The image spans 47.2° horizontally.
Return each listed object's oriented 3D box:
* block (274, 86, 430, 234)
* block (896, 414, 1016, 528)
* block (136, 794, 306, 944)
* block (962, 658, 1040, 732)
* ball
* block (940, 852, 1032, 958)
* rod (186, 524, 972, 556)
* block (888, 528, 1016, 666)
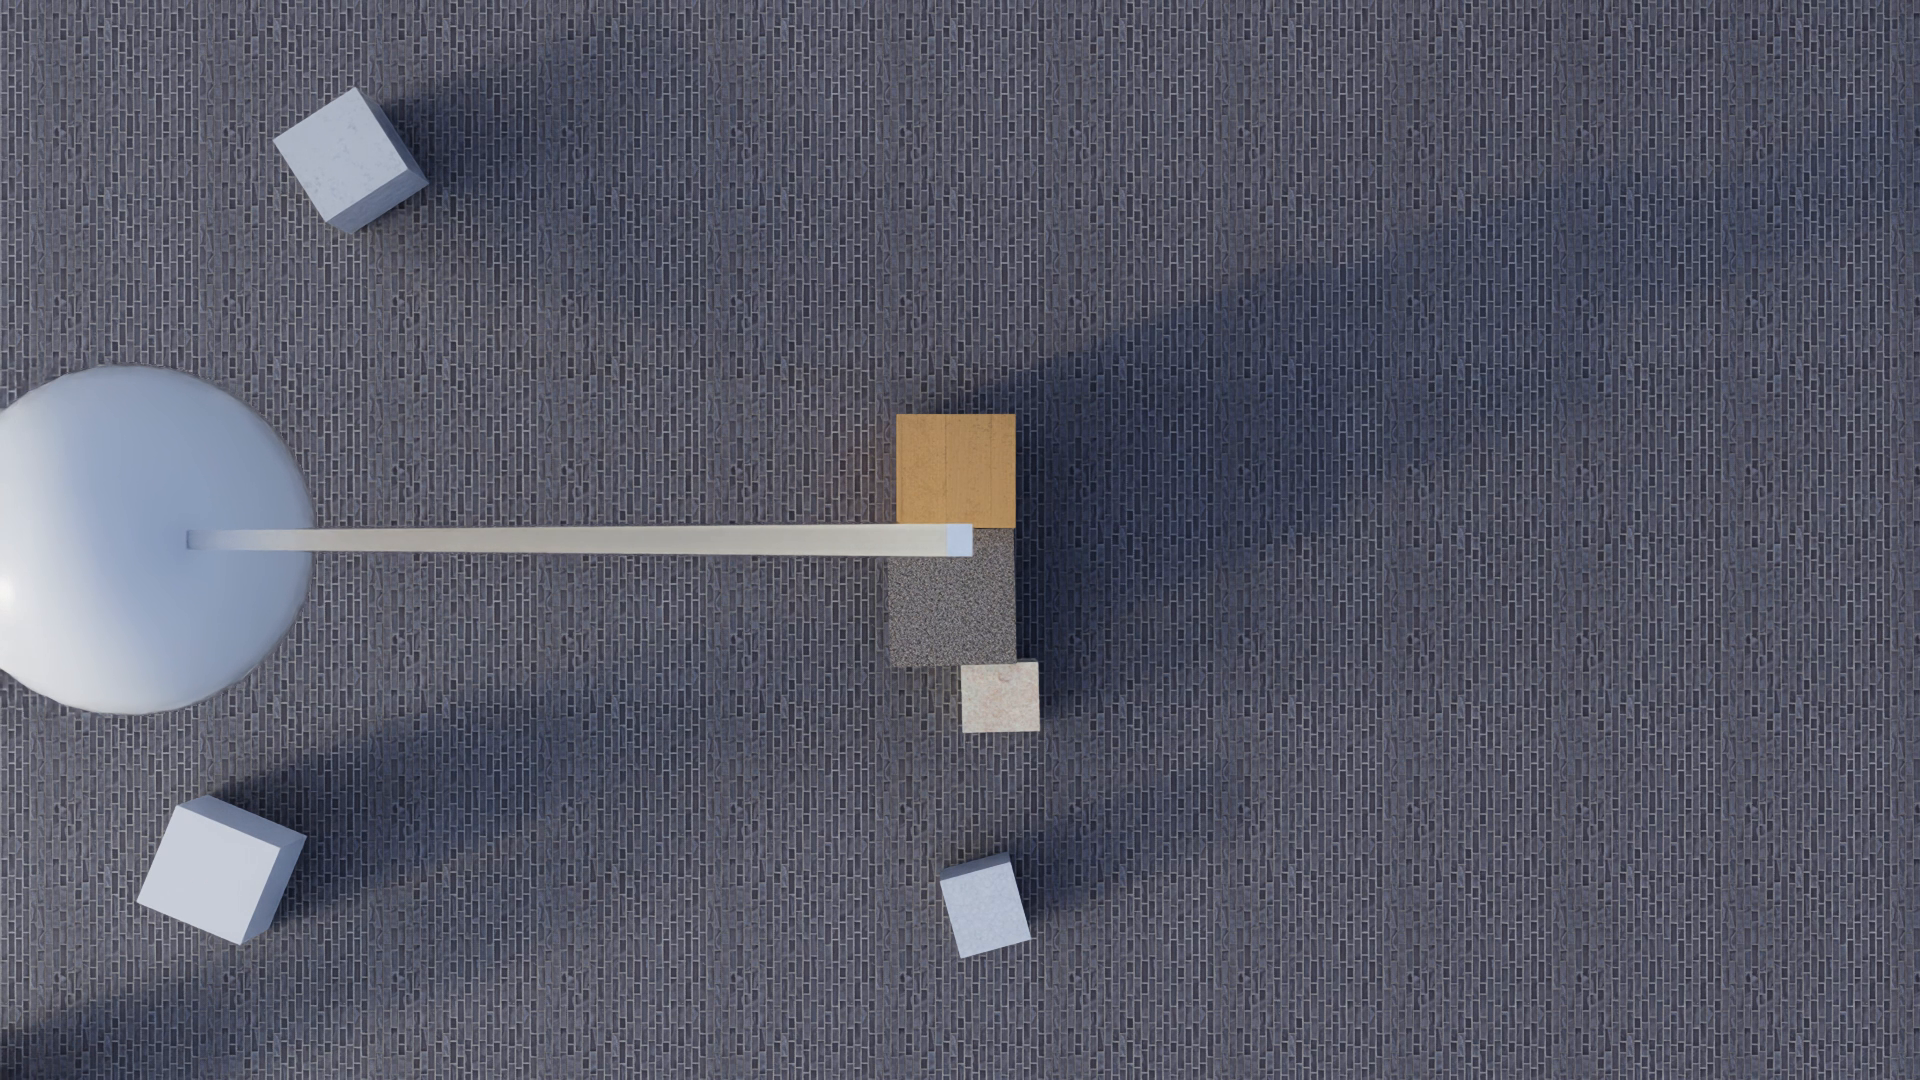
[{"bbox_3d":[-3.518,-2.189,12.741,0.558,0.517,0.554,-33,90,0],"label":"block"},{"bbox_3d":[-0.022,-0.385,12.635,0.663,0.730,0.635,0,90,0],"label":"block"},{"bbox_3d":[-4.267,1.903,12.742,0.638,0.516,0.596,23,90,0],"label":"block"},{"bbox_3d":[0.231,0.900,12.786,0.442,0.428,0.395,-1,90,0],"label":"block"},{"bbox_3d":[-3.774,0.000,10.039,1.600,1.600,1.600,0,90,0],"label":"ball"},{"bbox_3d":[0.146,2.114,12.780,0.418,0.439,0.458,-15,90,0],"label":"block"},{"bbox_3d":[-1.635,0.000,7.396,0.080,5.200,0.080,0,90,-39],"label":"rod"},{"bbox_3d":[-0.046,0.323,12.685,0.713,0.630,0.766,-1,90,0],"label":"block"}]
